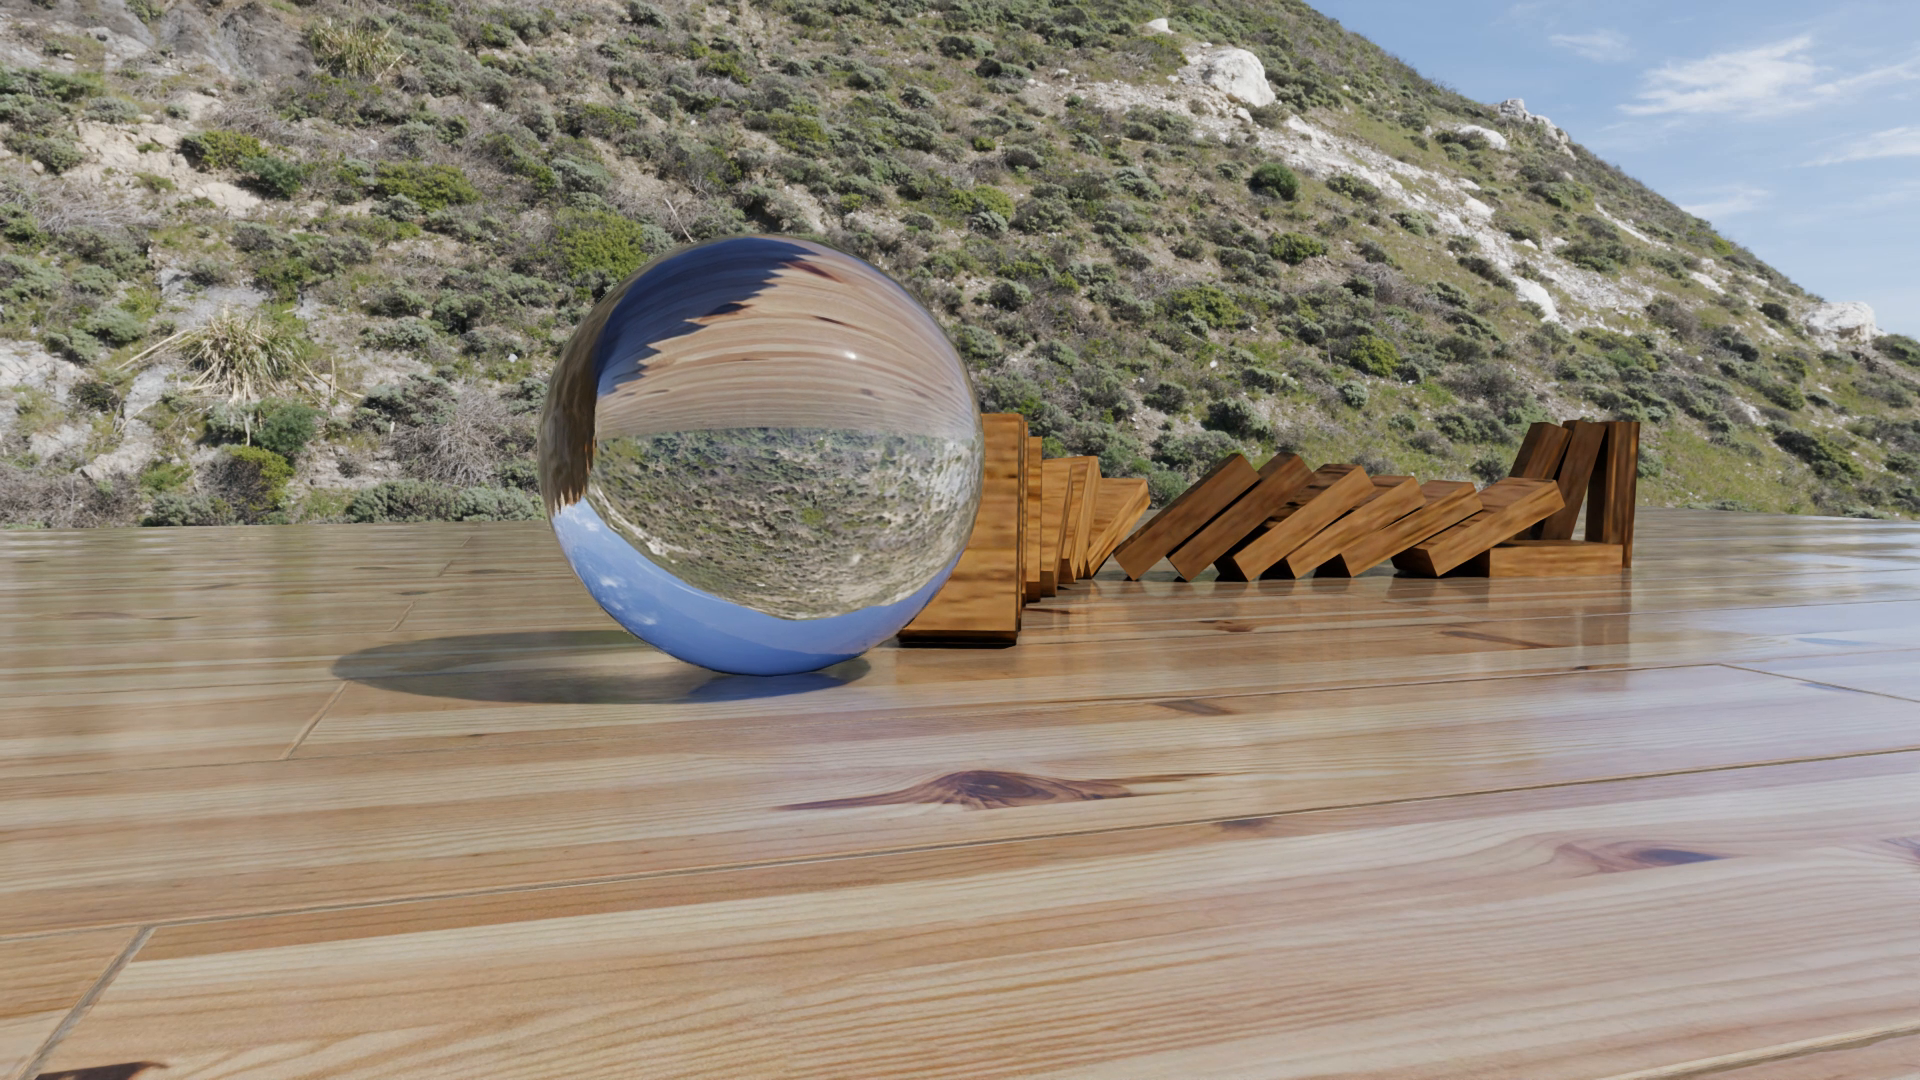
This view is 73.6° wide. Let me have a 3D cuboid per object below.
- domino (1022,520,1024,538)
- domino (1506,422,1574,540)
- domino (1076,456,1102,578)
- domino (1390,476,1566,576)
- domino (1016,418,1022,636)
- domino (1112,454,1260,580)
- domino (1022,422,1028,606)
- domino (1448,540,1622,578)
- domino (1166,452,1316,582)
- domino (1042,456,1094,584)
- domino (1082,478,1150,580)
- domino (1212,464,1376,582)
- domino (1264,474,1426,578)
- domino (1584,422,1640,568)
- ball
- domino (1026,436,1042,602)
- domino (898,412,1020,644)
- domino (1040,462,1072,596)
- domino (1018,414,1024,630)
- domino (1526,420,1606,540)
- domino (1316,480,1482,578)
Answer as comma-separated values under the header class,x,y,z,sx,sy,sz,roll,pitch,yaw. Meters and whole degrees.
class,x,y,z,sx,sy,sz,roll,pitch,yaw
domino,0.004,-0.007,0.331,0.025,0.050,0.010,0,-21,4
domino,0.202,-0.017,0.459,0.010,0.050,0.025,22,9,11
domino,0.029,-0.008,0.410,0.025,0.010,0.050,-3,39,18
domino,0.168,-0.005,0.420,0.050,0.010,0.025,-27,10,-9
domino,0.001,-0.004,0.289,0.025,0.050,0.010,1,-21,4
domino,0.071,-0.008,0.407,0.050,0.010,0.025,-40,0,7
domino,0.005,-0.007,0.343,0.025,0.050,0.010,0,-24,4
domino,0.190,0.006,0.426,0.050,0.010,0.025,-1,4,-14
domino,0.087,-0.008,0.404,0.050,0.010,0.025,-40,3,6
domino,0.025,-0.006,0.394,0.025,0.010,0.050,-3,39,17
domino,0.042,-0.005,0.426,0.025,0.009,0.050,3,31,32
domino,0.105,-0.006,0.409,0.050,0.010,0.025,-35,9,-5
domino,0.123,-0.005,0.417,0.050,0.010,0.025,-29,9,-7
domino,0.229,-0.016,0.451,0.010,0.050,0.025,2,5,13
ball,-0.035,-0.015,0.235,0.080,0.080,0.080,0,4,0
domino,0.010,-0.007,0.358,0.025,0.050,0.010,0,-36,5
domino,0.000,-0.003,0.279,0.025,0.050,0.009,0,-21,4
domino,0.018,-0.004,0.376,0.025,0.010,0.050,1,40,11
domino,0.002,-0.005,0.300,0.025,0.050,0.010,0,-21,4
domino,0.214,-0.017,0.455,0.010,0.050,0.025,16,8,13
domino,0.143,-0.004,0.422,0.050,0.010,0.025,-27,8,-7
